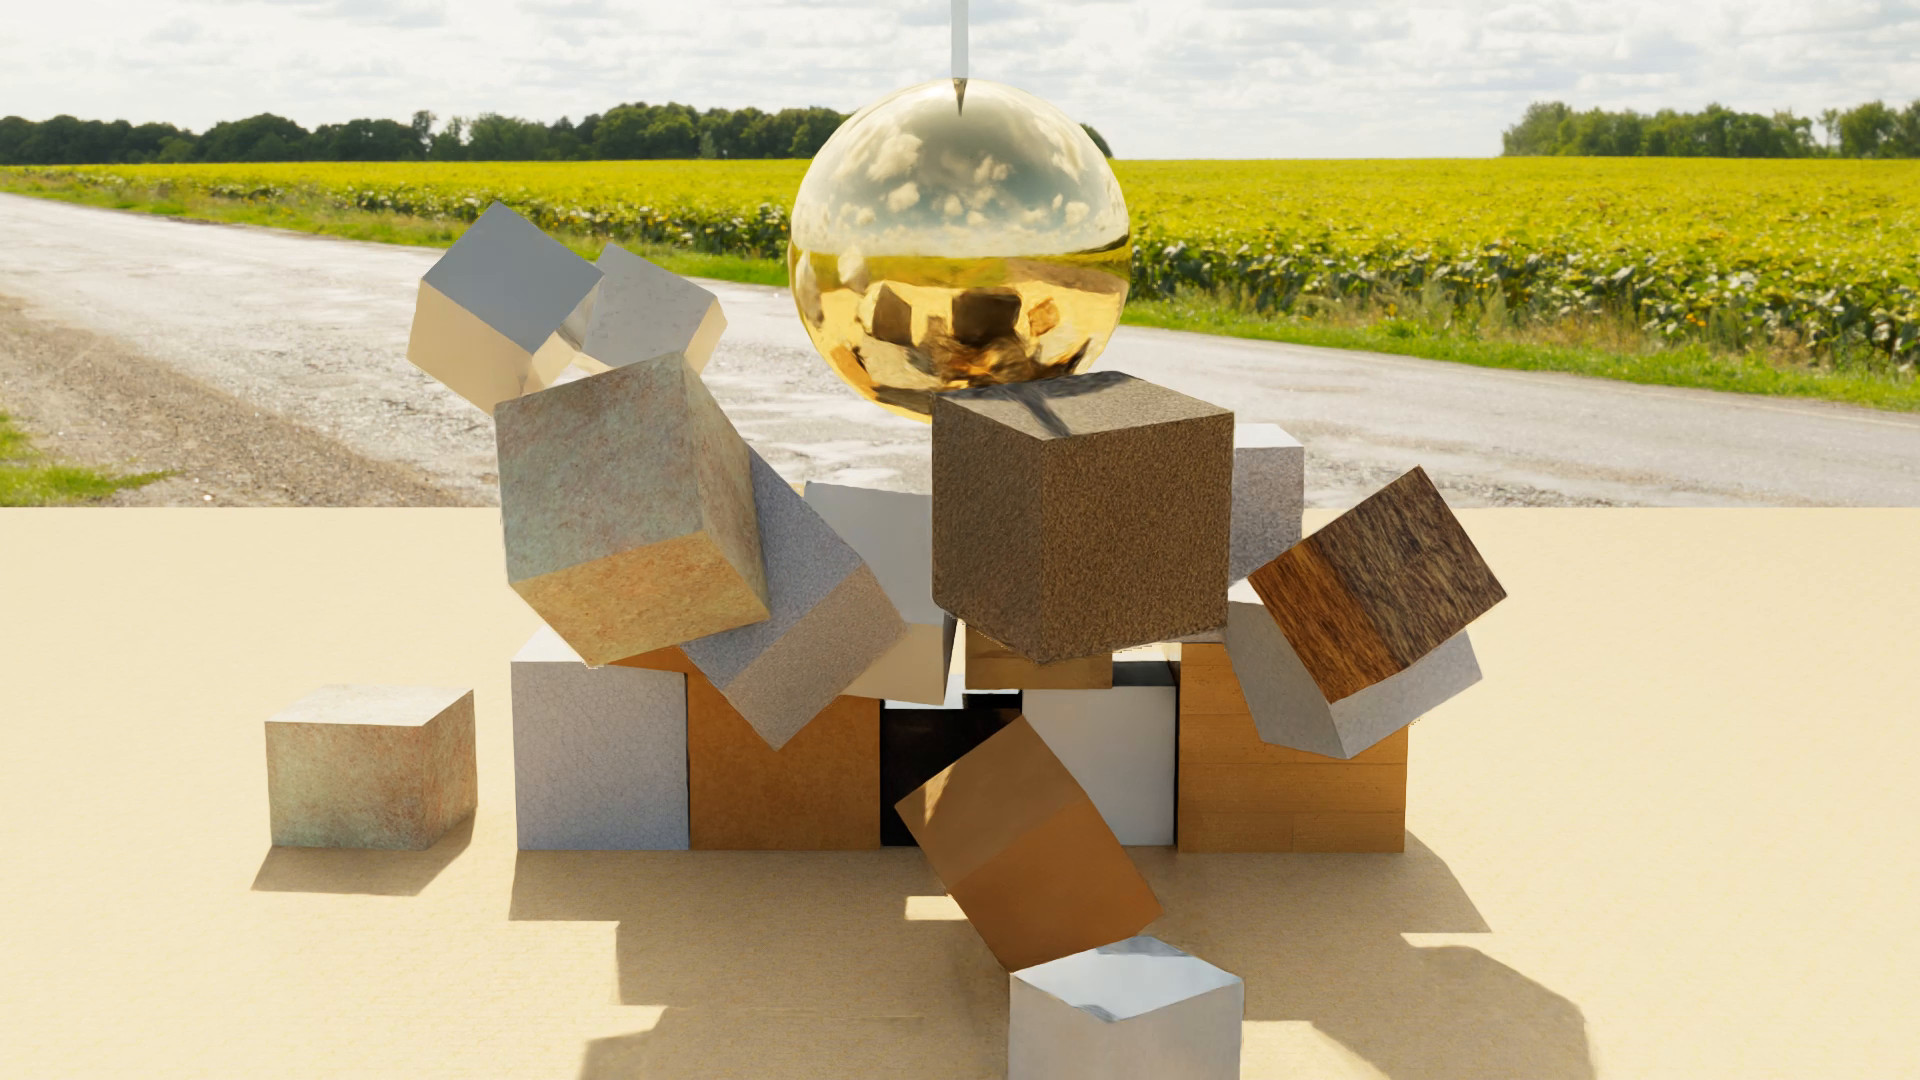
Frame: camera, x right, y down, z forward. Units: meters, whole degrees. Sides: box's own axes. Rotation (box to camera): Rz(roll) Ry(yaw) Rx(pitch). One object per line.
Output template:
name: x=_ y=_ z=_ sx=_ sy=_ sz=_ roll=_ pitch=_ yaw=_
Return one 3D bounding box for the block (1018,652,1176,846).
block: x=0.694 y=1.070 z=11.379 sx=0.763 sy=0.824 sz=0.732 roll=0 pitch=10 yaw=0

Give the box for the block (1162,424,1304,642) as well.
block: x=1.204 y=-0.055 z=11.172 sx=0.913 sy=0.967 sz=0.911 roll=0 pitch=10 yaw=-1

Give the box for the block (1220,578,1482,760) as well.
block: x=1.759 y=0.447 z=10.058 sx=0.809 sy=0.742 sz=0.689 roll=-27 pitch=13 yaw=-22

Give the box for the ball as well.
ball: x=0.000 y=-1.320 z=10.164 sx=1.600 sy=1.600 sz=1.600 roll=0 pitch=10 yaw=0

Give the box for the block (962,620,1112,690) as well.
block: x=0.383 y=0.340 z=11.217 sx=0.729 sy=0.669 sz=0.790 roll=0 pitch=10 yaw=-1

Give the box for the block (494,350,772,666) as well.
block: x=-1.347 y=-0.116 z=9.111 sx=0.816 sy=0.847 sz=0.839 roll=-15 pitch=-29 yaw=8

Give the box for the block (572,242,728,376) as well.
block: x=-1.511 y=-0.998 z=10.511 sx=0.567 sy=0.527 sz=0.594 roll=27 pitch=-7 yaw=3

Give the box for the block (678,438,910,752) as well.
block: x=-0.907 y=0.235 z=9.756 sx=0.920 sy=0.815 sz=0.768 roll=44 pitch=-8 yaw=27

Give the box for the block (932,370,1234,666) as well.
block: x=0.472 y=-0.117 z=8.718 sx=0.865 sy=0.879 sz=0.843 roll=-10 pitch=20 yaw=-28

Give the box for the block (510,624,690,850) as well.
block: x=-1.788 y=0.999 z=11.360 sx=0.861 sy=0.970 sz=0.859 roll=0 pitch=10 yaw=0

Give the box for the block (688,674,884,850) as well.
block: x=-0.873 y=1.015 z=11.356 sx=0.948 sy=0.940 sz=0.863 roll=0 pitch=10 yaw=0

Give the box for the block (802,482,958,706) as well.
block: x=-0.408 y=0.265 z=10.623 sx=0.761 sy=0.708 sz=0.768 roll=7 pitch=-32 yaw=4

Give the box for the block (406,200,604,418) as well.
block: x=-1.895 y=-0.929 z=9.144 sx=0.539 sy=0.512 sz=0.624 roll=34 pitch=-32 yaw=0

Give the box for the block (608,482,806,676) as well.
block: x=-1.201 y=0.166 z=11.010 sx=0.873 sy=0.726 sz=0.909 roll=6 pitch=19 yaw=7

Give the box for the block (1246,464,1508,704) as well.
block: x=1.724 y=0.193 z=9.155 sx=0.607 sy=0.645 sz=0.647 roll=-31 pitch=-5 yaw=-23

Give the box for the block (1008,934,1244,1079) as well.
block: x=0.574 y=1.826 z=7.707 sx=0.633 sy=0.631 sz=0.511 roll=-8 pitch=15 yaw=-37

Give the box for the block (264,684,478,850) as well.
block: x=-3.026 y=1.161 z=11.376 sx=0.813 sy=0.646 sz=0.780 roll=1 pitch=10 yaw=7

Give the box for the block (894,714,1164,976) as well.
block: x=0.280 y=1.335 z=9.233 sx=0.672 sy=0.706 sz=0.779 roll=-35 pitch=26 yaw=-4

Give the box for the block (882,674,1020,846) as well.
block: x=-0.043 y=1.127 z=11.372 sx=0.690 sy=0.714 sz=0.713 roll=0 pitch=10 yaw=0

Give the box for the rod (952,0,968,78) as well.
rod: x=0.000 y=-4.715 z=9.987 sx=0.080 sy=5.200 sz=0.080 roll=0 pitch=3 yaw=0

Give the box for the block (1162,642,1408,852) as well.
block: x=1.651 y=0.946 z=11.369 sx=1.131 sy=1.071 sz=0.994 roll=0 pitch=10 yaw=0
